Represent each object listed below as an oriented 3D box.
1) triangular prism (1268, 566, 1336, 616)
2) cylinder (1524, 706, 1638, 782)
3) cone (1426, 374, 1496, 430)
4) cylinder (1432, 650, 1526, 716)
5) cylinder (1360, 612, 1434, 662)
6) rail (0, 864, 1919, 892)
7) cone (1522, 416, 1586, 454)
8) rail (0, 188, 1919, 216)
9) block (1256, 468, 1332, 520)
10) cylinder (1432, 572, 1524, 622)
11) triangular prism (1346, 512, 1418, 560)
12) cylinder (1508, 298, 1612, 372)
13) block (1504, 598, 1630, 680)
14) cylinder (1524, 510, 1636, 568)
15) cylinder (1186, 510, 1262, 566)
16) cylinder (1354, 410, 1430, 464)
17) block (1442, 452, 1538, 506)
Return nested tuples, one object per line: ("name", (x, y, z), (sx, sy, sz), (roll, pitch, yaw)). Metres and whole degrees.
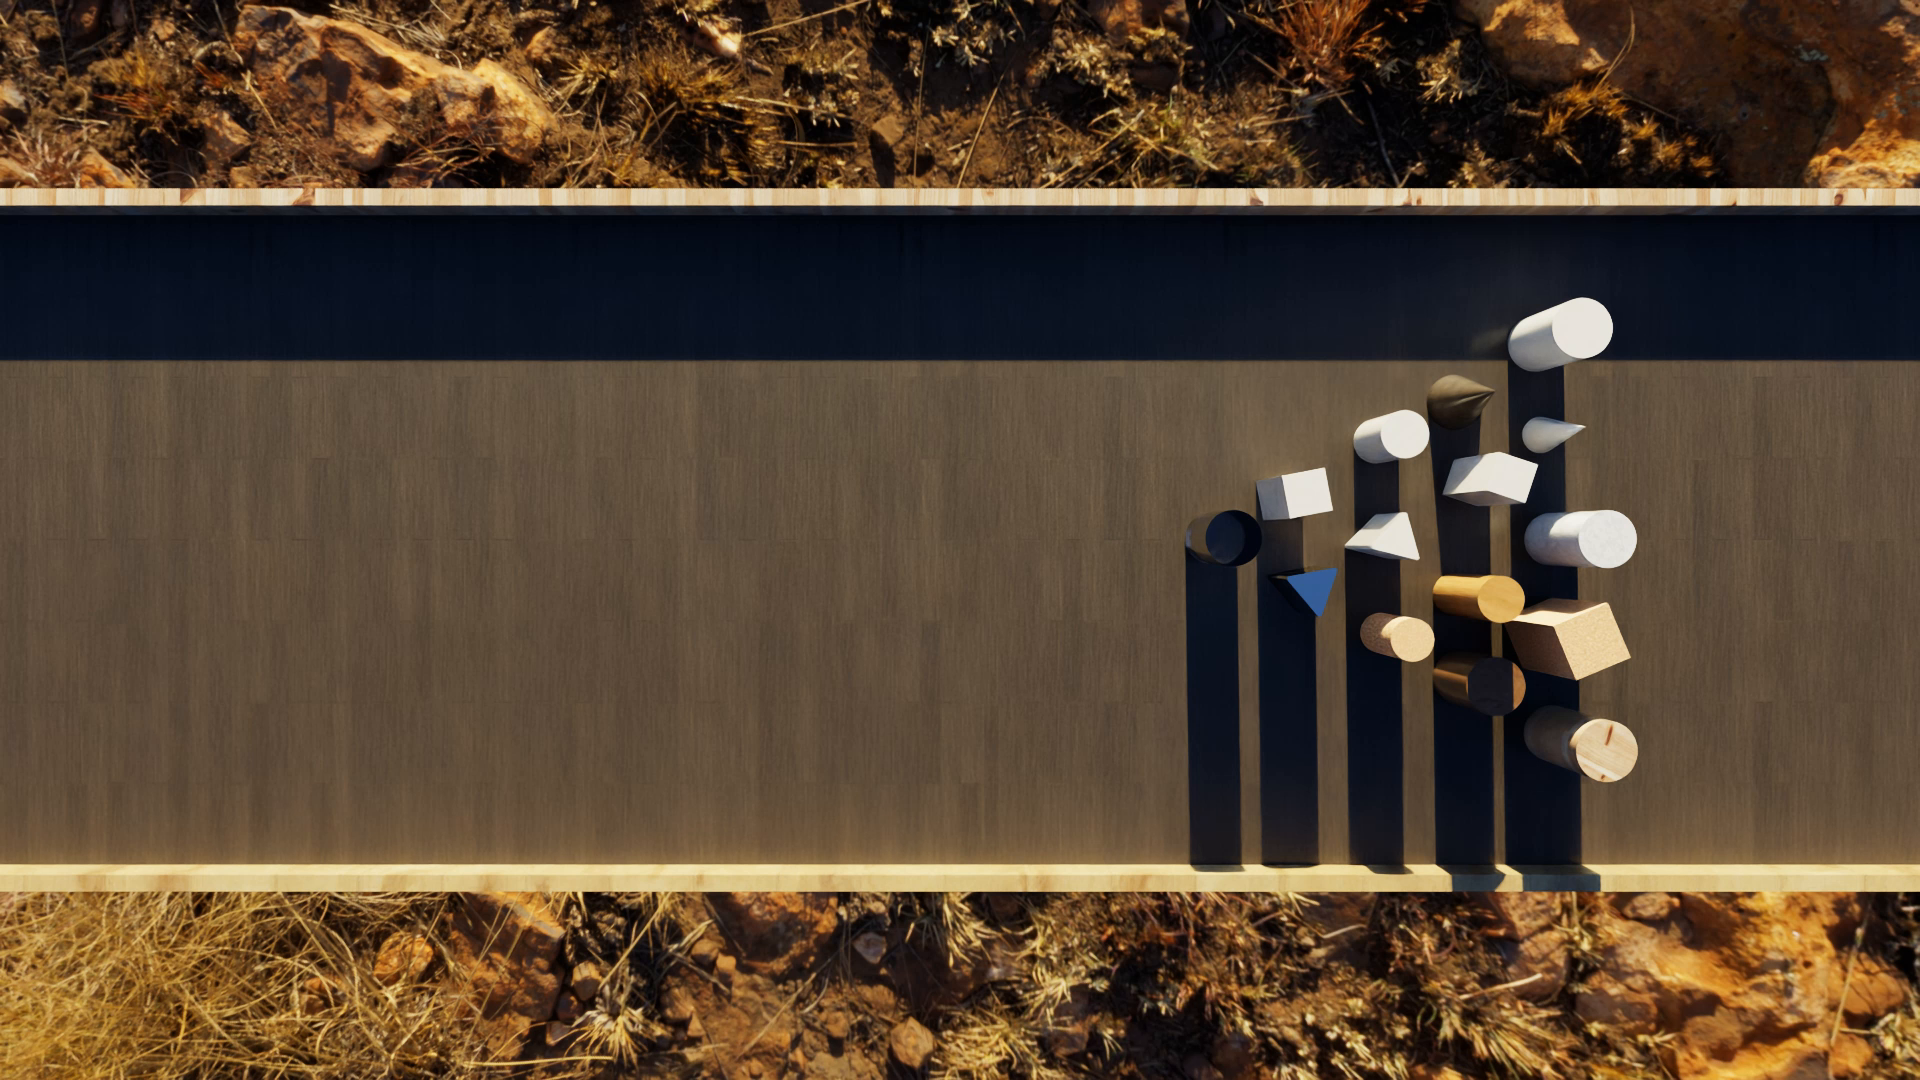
("triangular prism", (1.041, 0.124, 4.922), (0.128, 0.310, 0.148), (-41, 90, 0))
("cylinder", (1.821, 0.595, 4.859), (0.173, 0.434, 0.173), (0, 90, 0))
("cone", (1.521, -0.424, 4.880), (0.170, 0.393, 0.170), (0, 90, 0))
("cylinder", (1.541, 0.422, 4.909), (0.170, 0.335, 0.170), (0, 90, 0))
("cylinder", (1.293, 0.286, 4.894), (0.124, 0.365, 0.124), (0, 90, 0))
("rail", (-2.247, 1.025, 5.001), (12.000, 0.150, 0.050), (0, 90, 0))
("cone", (1.787, -0.323, 4.891), (0.114, 0.372, 0.114), (0, 90, 0))
("rail", (-2.247, -1.025, 5.002), (12.000, 0.150, 0.050), (0, 90, 0))
("block", (0.982, -0.133, 4.870), (0.124, 0.412, 0.124), (-11, 90, 0))
("cylinder", (1.521, 0.167, 4.856), (0.132, 0.442, 0.132), (0, 90, 0))
("triangular prism", (1.267, -0.021, 4.911), (0.140, 0.331, 0.122), (14, 90, 0))
("cylinder", (1.771, -0.603, 4.885), (0.172, 0.383, 0.172), (0, 90, 0))
("block", (1.776, 0.286, 4.855), (0.166, 0.443, 0.166), (-23, 90, 0))
("cylinder", (1.818, -0.002, 4.852), (0.163, 0.449, 0.163), (0, 90, 0))
("cylinder", (0.772, -0.005, 4.864), (0.159, 0.425, 0.159), (0, 90, 0))
("cylinder", (1.280, -0.304, 4.910), (0.139, 0.334, 0.139), (0, 90, 0))
("block", (1.557, -0.176, 4.861), (0.114, 0.431, 0.114), (18, 90, 0))
